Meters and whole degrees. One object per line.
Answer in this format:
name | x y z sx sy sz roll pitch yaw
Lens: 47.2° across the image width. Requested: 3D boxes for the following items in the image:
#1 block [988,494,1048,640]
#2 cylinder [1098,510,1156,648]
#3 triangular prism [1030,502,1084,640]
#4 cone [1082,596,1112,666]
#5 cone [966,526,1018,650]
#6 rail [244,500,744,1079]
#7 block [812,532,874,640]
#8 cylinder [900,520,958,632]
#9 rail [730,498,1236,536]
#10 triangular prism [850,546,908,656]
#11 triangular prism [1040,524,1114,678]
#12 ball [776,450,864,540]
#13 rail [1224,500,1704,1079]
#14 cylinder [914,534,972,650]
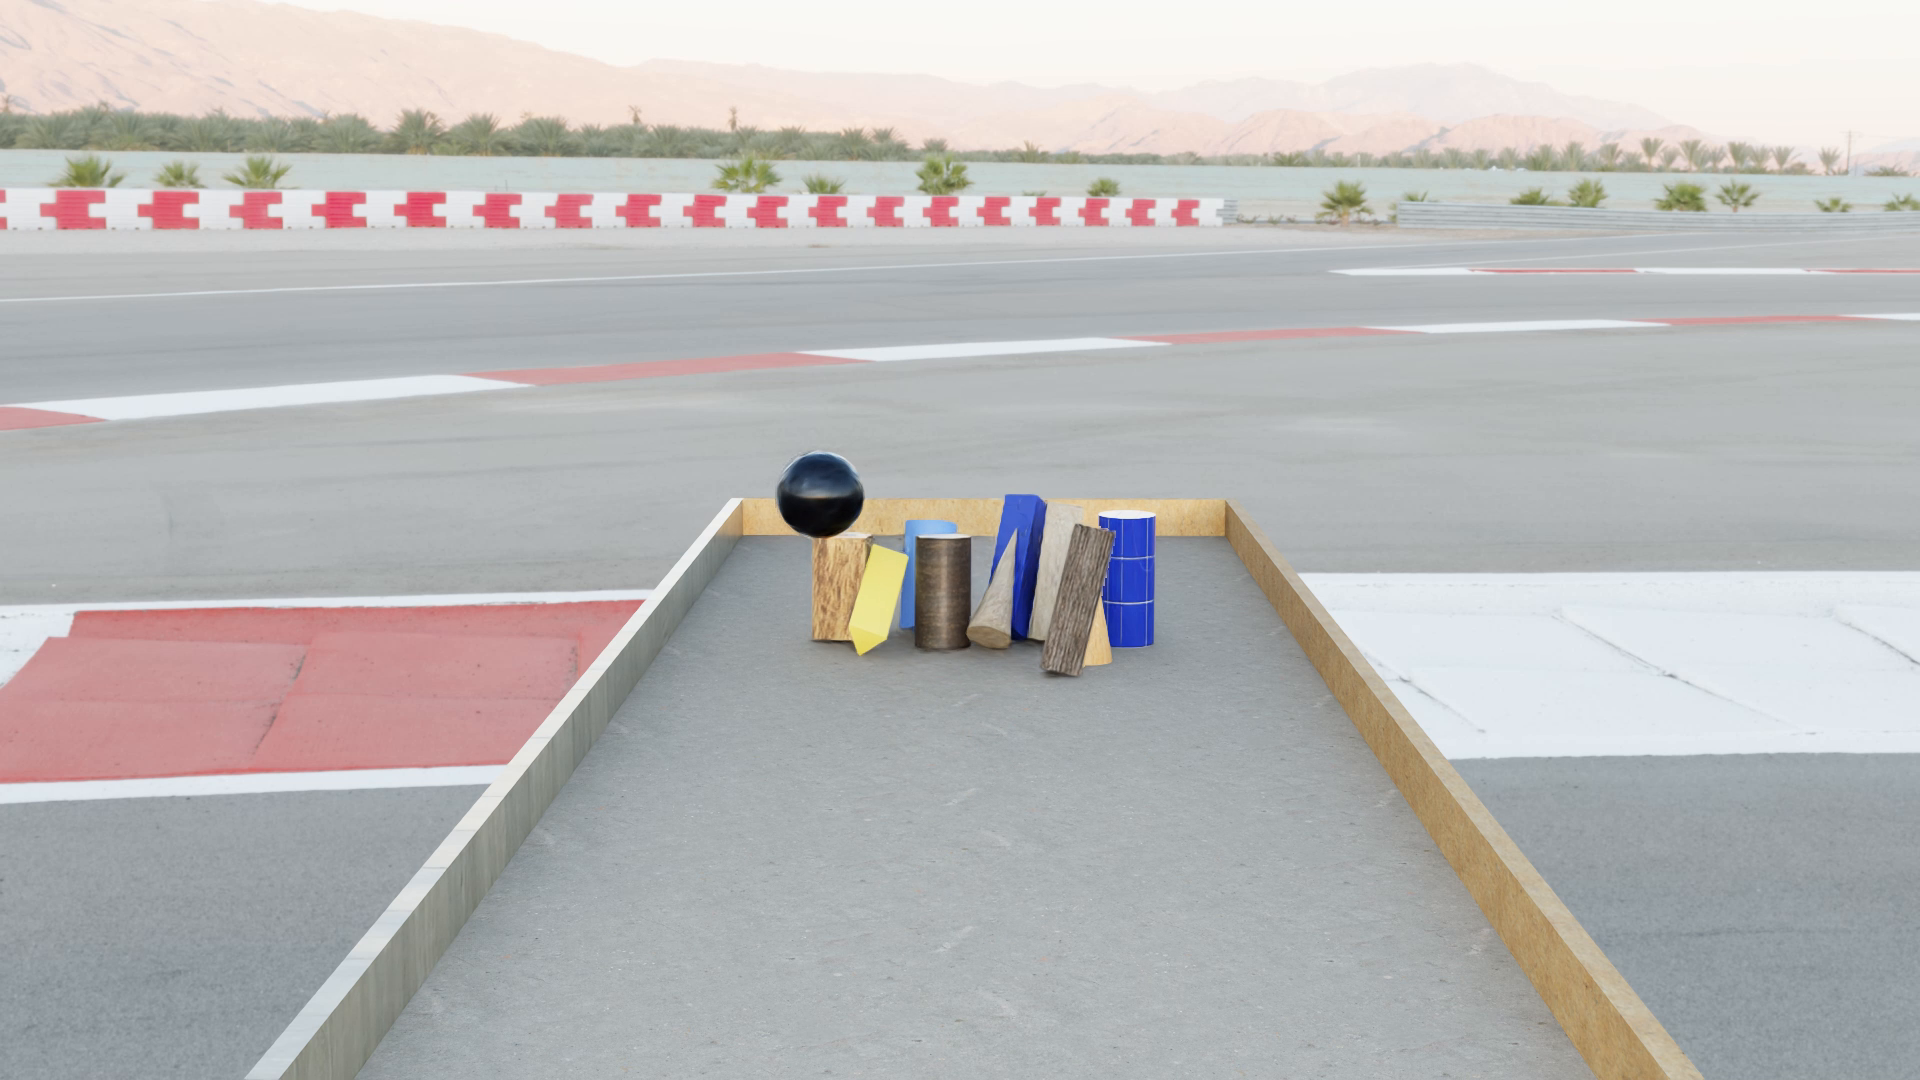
block | 0.179 0.087 7.019 0.112 0.456 0.112 0 -24 26
cylinder | 0.524 0.122 6.932 0.180 0.410 0.180 0 9 0
triangular prism | 0.281 0.099 6.982 0.129 0.432 0.112 8 0 -27
cone | 0.389 0.163 6.670 0.153 0.410 0.153 0 9 0
cone | 0.135 0.126 6.908 0.142 0.420 0.142 12 -30 7
rail | -1.004 0.839 3.234 0.050 0.150 12.000 0 9 1
block | -0.372 0.146 7.015 0.169 0.325 0.169 1 5 7
cylinder | -0.100 0.117 7.061 0.169 0.344 0.169 3 -7 0
rail | 0.099 -0.098 9.147 2.100 0.150 0.050 0 9 1
triangular prism | -0.272 0.171 6.872 0.120 0.104 0.397 -33 26 31
triangular prism | 0.333 0.176 6.507 0.123 0.436 0.107 14 -2 -13
ball | -0.437 -0.141 6.880 0.276 0.276 0.276 0 9 0
rail | 1.046 0.843 3.208 0.050 0.150 12.000 0 9 1
cylinder | -0.054 0.160 6.863 0.176 0.345 0.176 0 5 0
